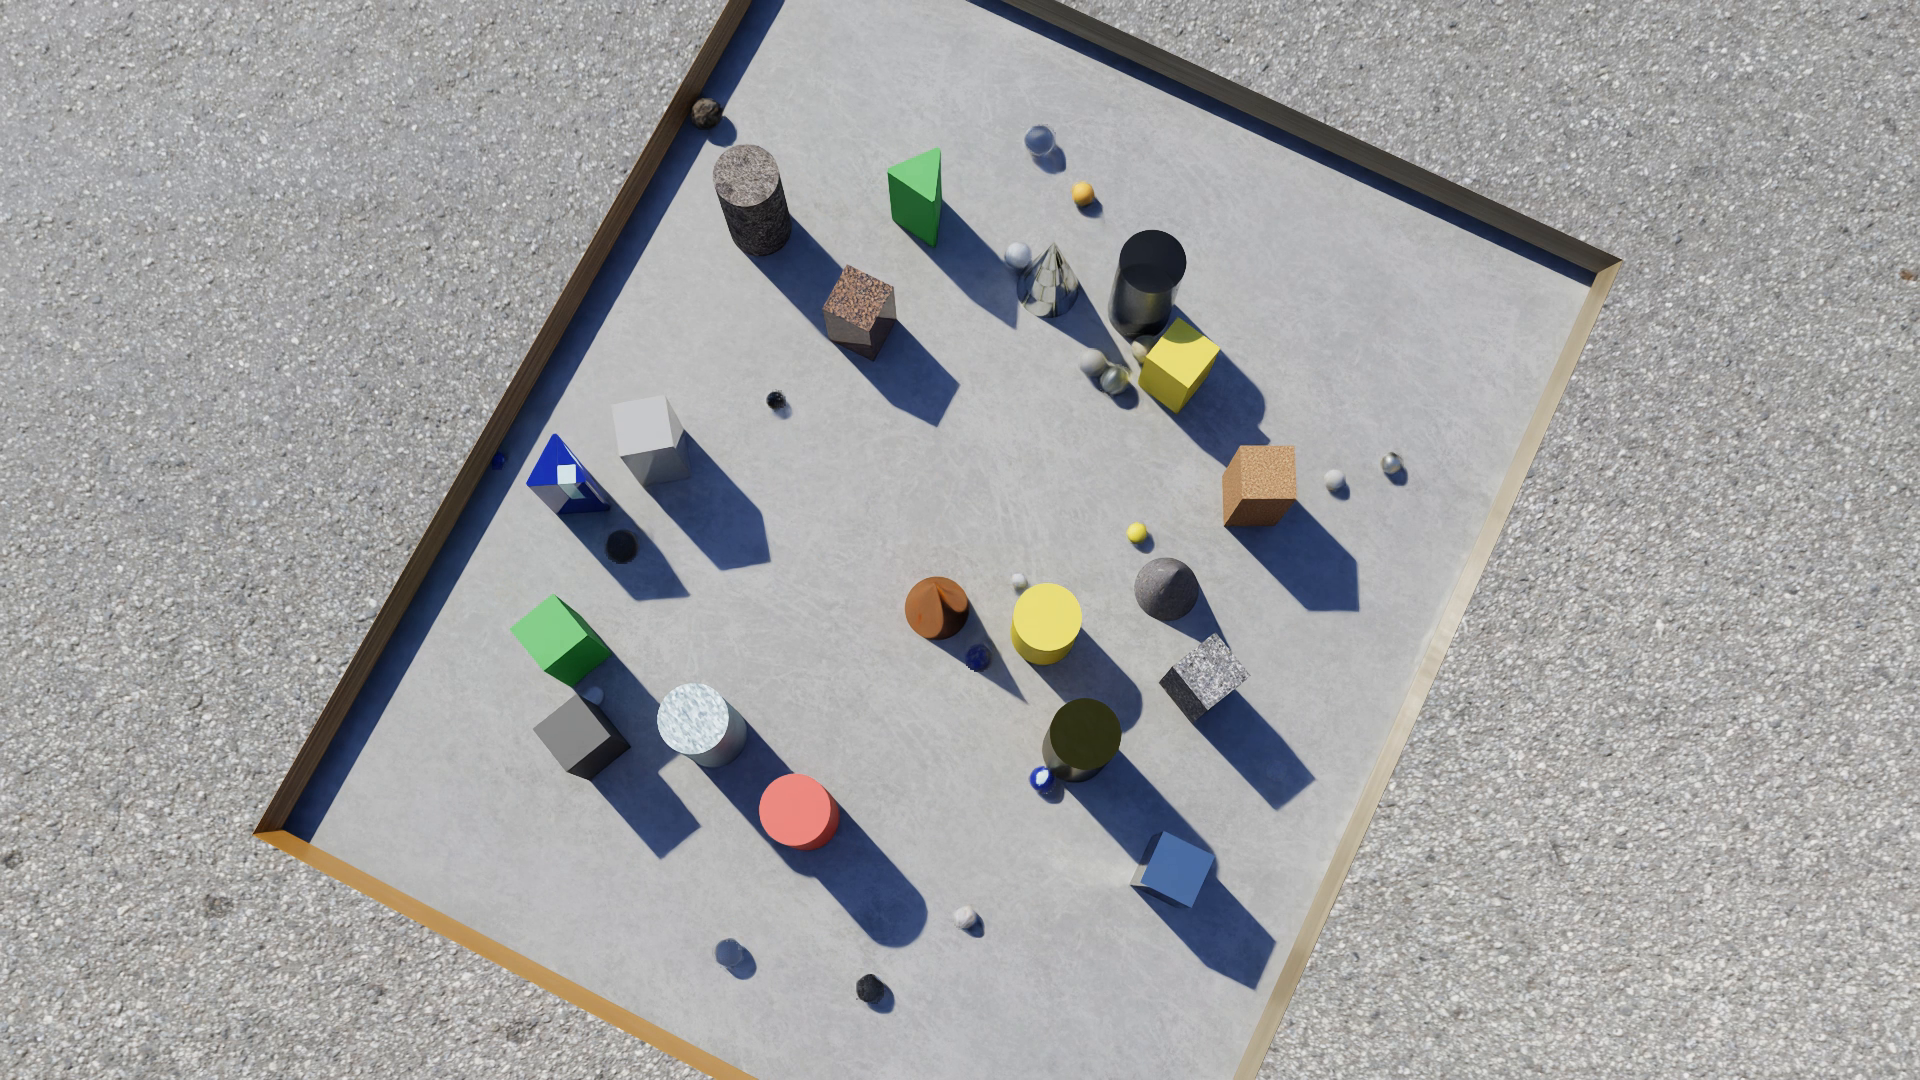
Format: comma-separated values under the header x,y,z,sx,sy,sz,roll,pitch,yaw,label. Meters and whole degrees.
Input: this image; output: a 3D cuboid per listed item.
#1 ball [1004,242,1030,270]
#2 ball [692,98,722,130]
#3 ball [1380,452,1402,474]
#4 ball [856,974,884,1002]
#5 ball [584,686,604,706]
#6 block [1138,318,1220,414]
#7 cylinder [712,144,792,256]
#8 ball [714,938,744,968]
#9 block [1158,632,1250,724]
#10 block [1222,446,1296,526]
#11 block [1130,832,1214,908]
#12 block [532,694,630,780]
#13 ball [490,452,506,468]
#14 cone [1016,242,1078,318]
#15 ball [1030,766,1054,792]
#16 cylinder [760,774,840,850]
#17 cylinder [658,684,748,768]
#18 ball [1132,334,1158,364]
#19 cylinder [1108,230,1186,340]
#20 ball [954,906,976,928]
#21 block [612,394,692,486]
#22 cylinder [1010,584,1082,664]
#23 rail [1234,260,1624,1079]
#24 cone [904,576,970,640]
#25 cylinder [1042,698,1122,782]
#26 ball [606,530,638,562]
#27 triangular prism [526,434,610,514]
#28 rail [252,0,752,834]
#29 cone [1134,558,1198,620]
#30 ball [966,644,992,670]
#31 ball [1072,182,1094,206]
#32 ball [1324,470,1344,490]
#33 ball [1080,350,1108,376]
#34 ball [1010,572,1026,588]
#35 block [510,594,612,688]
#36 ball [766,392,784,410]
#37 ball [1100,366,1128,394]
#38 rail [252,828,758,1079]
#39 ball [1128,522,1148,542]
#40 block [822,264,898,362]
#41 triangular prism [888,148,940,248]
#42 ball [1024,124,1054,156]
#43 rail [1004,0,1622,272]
x,y,z,sx,sy,sz,roll,pitch,yaw,label
0.180,-0.893,5.758,0.084,0.084,0.084,0,78,0,ball
-0.808,-1.362,5.848,0.098,0.098,0.098,0,78,0,ball
1.326,-0.237,5.632,0.065,0.065,0.065,0,78,0,ball
-0.261,1.298,5.307,0.079,0.079,0.079,0,78,0,ball
-1.098,0.469,5.490,0.058,0.058,0.058,0,78,0,ball
0.663,-0.528,5.578,0.157,0.290,0.157,38,81,7,block
-0.633,-1.036,5.620,0.197,0.414,0.197,0,78,0,cylinder
-0.671,1.199,5.326,0.082,0.082,0.082,0,78,0,ball
0.709,0.407,5.345,0.157,0.368,0.157,-37,81,-7,block
0.888,-0.158,5.458,0.157,0.374,0.157,0,78,0,block
0.604,0.948,5.251,0.157,0.332,0.157,26,79,5,block
-1.096,0.576,5.329,0.157,0.330,0.157,-39,81,-7,block
-1.424,-0.246,5.643,0.048,0.048,0.048,0,78,0,ball
0.277,-0.835,5.581,0.197,0.409,0.197,0,78,0,cone
0.242,0.709,5.432,0.075,0.075,0.075,0,78,0,ball
-0.456,0.784,5.252,0.197,0.395,0.197,0,78,0,cylinder
-0.736,0.538,5.273,0.197,0.454,0.197,0,78,0,cylinder
0.576,-0.594,5.695,0.088,0.088,0.088,0,78,0,ball
0.562,-0.767,5.552,0.197,0.437,0.197,0,78,0,cylinder
0.017,1.102,5.357,0.062,0.062,0.062,0,78,0,ball
-0.919,-0.293,5.486,0.157,0.375,0.157,-11,79,-2,block
0.252,0.251,5.411,0.197,0.301,0.197,0,78,0,cylinder
1.270,0.628,5.420,0.045,0.128,3.407,26,80,5,rail
-0.070,0.165,5.368,0.197,0.419,0.197,0,78,0,cone
0.344,0.579,5.249,0.197,0.484,0.197,0,78,0,cylinder
-1.026,0.017,5.564,0.097,0.097,0.097,0,78,0,ball
-1.166,-0.198,5.464,0.170,0.379,0.148,-4,78,-1,triangular prism
-1.270,-0.615,5.678,0.045,0.128,3.407,26,80,5,rail
0.629,0.118,5.433,0.197,0.313,0.197,0,78,0,cone
0.058,0.351,5.505,0.076,0.076,0.076,0,78,0,ball
0.389,-1.095,5.806,0.072,0.072,0.072,0,78,0,ball
1.148,-0.184,5.623,0.062,0.062,0.062,0,78,0,ball
0.414,-0.549,5.687,0.086,0.086,0.086,0,78,0,ball
0.177,0.124,5.567,0.047,0.047,0.047,0,78,0,ball
-1.163,0.298,5.362,0.157,0.378,0.157,-40,81,-8,block
-0.573,-0.433,5.678,0.056,0.056,0.056,0,78,0,ball
0.480,-0.495,5.675,0.086,0.086,0.086,0,78,0,ball
-0.751,1.478,5.244,2.886,0.128,0.045,26,80,5,rail
0.541,-0.022,5.590,0.062,0.062,0.062,0,78,0,ball
-0.304,-0.691,5.606,0.157,0.300,0.157,27,80,5,block
-0.105,-1.073,5.644,0.170,0.381,0.148,35,80,7,triangular prism
0.253,-1.270,5.829,0.098,0.098,0.098,0,78,0,ball
0.751,-1.465,5.853,2.886,0.128,0.045,26,80,5,rail
